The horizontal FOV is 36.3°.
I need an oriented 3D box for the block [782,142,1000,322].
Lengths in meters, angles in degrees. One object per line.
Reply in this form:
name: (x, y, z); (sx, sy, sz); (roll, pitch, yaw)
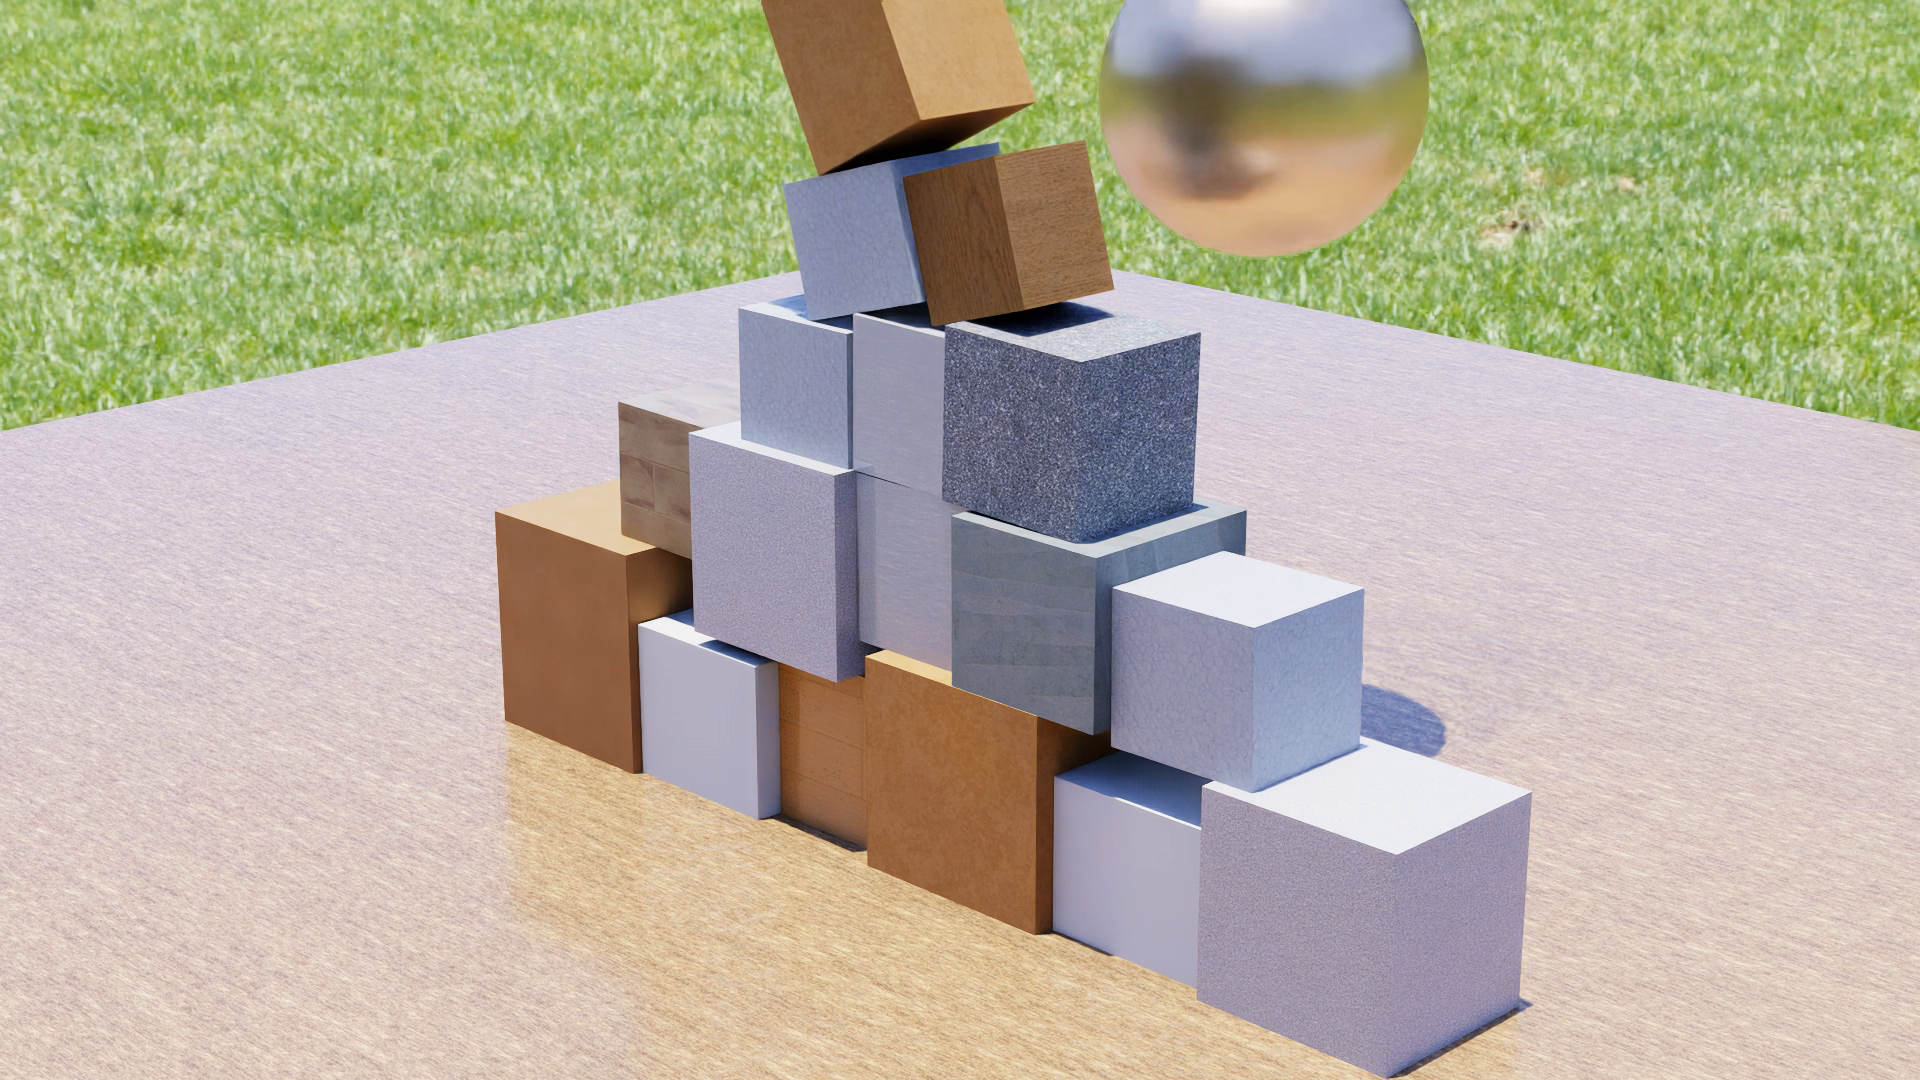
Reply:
block: (-0.254, -1.384, 13.183); (0.668, 0.625, 0.732); (-16, 8, -42)

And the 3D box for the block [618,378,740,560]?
block: (-1.201, -0.344, 14.474); (0.659, 0.687, 0.701); (-17, 25, -42)

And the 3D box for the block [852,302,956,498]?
block: (-0.028, -0.662, 13.137); (0.677, 0.719, 0.599); (-17, 25, -42)

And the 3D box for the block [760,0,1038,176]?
block: (-0.274, -2.167, 12.967); (0.722, 0.834, 0.721); (-17, -3, -43)

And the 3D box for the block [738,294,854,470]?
block: (-0.511, -0.769, 13.611); (0.715, 0.629, 0.734); (-17, 24, -42)

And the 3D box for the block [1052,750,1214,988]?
block: (0.993, 1.380, 12.746); (0.771, 0.725, 0.887); (-17, 24, -42)

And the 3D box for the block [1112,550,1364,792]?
block: (1.157, 0.535, 12.270); (0.715, 0.706, 0.765); (-17, 23, -42)

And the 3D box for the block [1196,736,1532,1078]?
block: (1.654, 1.470, 12.067); (0.907, 0.961, 0.983); (-17, 24, -42)

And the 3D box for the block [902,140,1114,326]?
block: (0.210, -1.327, 12.703); (0.560, 0.657, 0.583); (-16, 7, -42)

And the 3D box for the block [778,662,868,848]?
block: (-0.346, 0.914, 14.017); (0.723, 0.850, 0.738); (-17, 24, -42)

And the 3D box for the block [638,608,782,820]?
block: (-0.932, 0.777, 14.569); (0.973, 0.781, 0.873); (-17, 24, -42)

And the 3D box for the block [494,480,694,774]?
block: (-1.632, 0.398, 15.166); (1.054, 1.147, 1.064); (-17, 24, -42)

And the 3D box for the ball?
ball: (1.467, -2.170, 14.197); (1.600, 1.600, 1.600); (0, 17, 0)

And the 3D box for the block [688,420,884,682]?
block: (-0.575, -0.029, 13.953); (0.980, 0.988, 1.011); (-17, 24, -42)

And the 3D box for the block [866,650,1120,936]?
block: (0.287, 1.028, 13.361); (0.954, 1.027, 1.071); (-17, 24, -42)

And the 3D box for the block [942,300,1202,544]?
block: (0.475, -0.531, 12.653); (0.754, 0.785, 0.794); (-17, 26, -42)

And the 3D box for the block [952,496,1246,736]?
block: (0.604, 0.256, 12.802); (0.971, 0.782, 0.844); (-17, 24, -42)

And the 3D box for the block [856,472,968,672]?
block: (0.038, 0.080, 13.330); (0.703, 0.801, 0.724); (-17, 24, -42)
